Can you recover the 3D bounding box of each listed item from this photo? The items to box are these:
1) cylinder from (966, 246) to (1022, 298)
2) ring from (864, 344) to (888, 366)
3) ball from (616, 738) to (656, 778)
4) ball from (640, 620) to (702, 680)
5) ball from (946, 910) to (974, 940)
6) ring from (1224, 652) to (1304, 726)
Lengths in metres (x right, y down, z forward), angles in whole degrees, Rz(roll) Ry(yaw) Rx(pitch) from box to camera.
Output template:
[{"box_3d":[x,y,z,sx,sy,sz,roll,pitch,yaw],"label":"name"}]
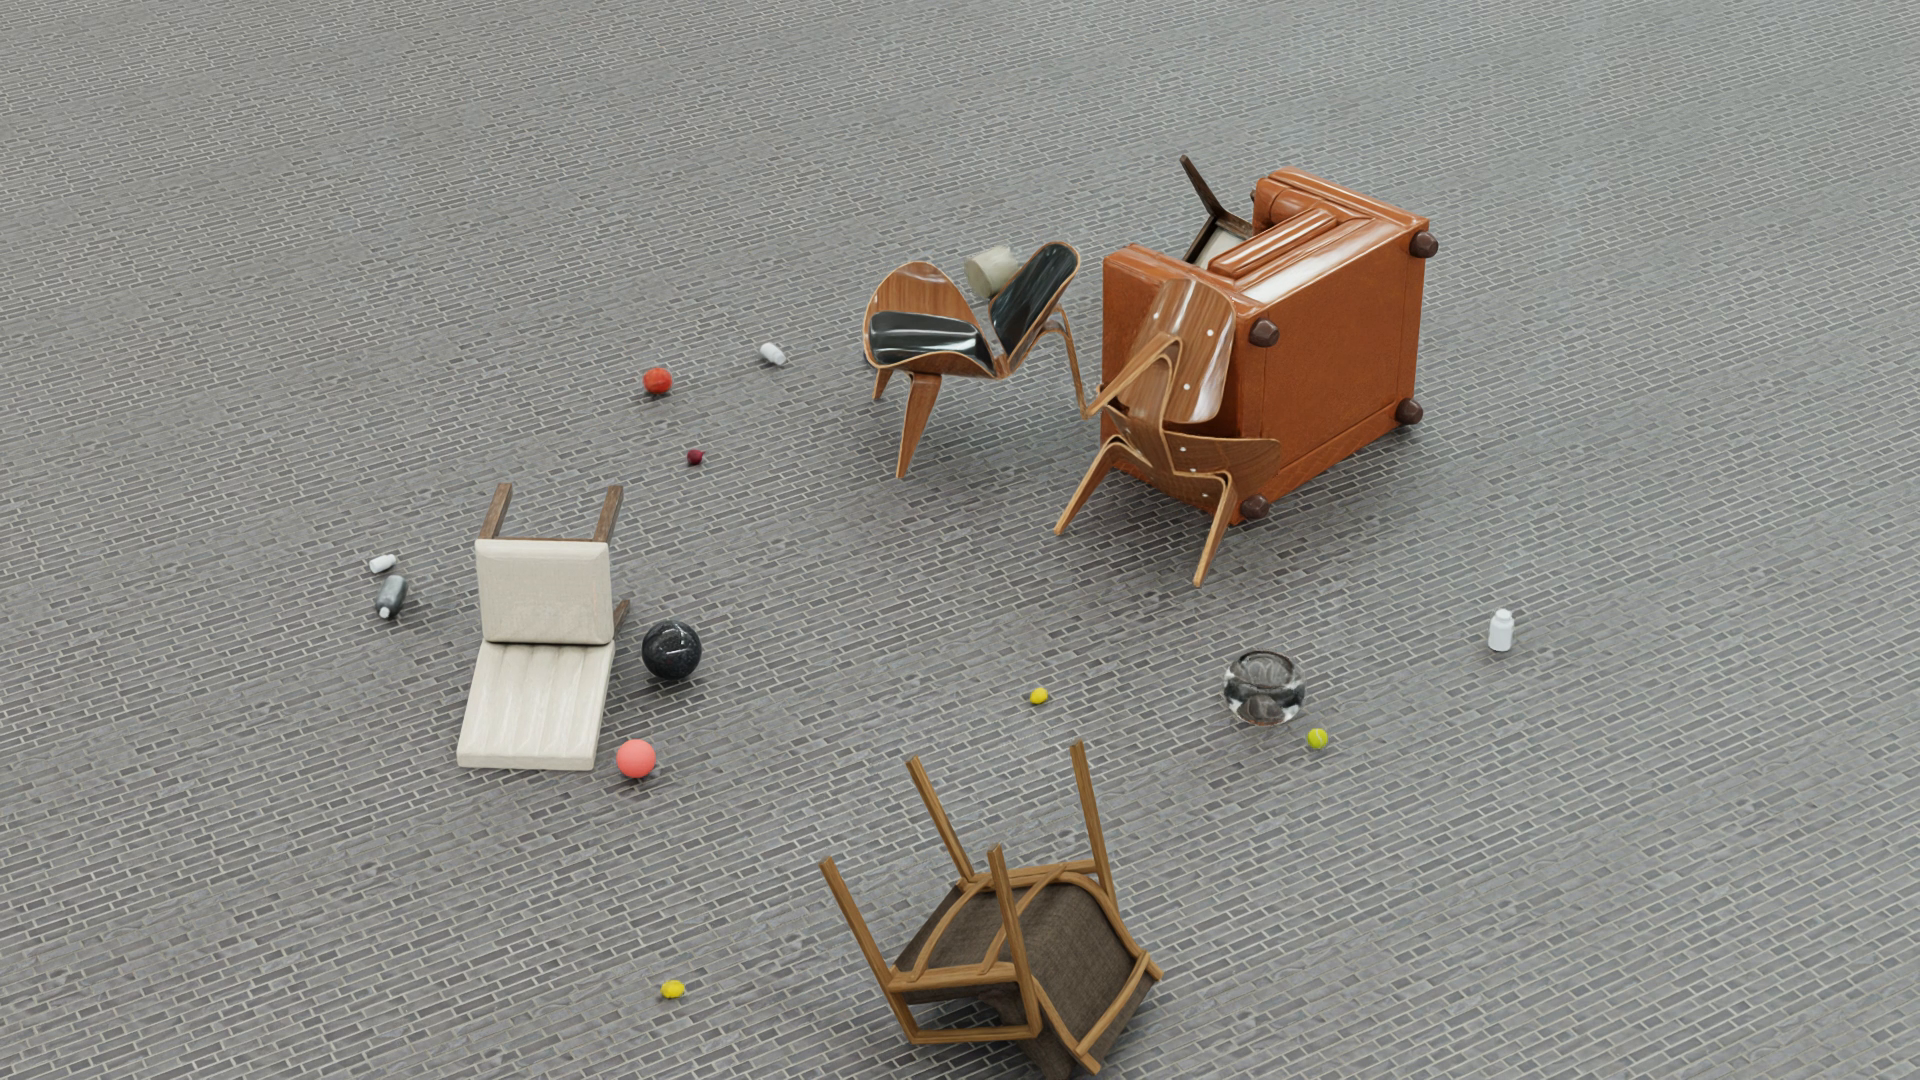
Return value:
[{"box_3d":[0.142,-1.144,12.537,0.180,0.186,0.122,-27,-2,-34],"label":"cylinder"},{"box_3d":[-0.345,-0.764,12.051,0.098,0.059,0.124,-22,38,-27],"label":"ring"},{"box_3d":[-1.074,0.725,9.726,0.130,0.130,0.130,0,33,0],"label":"ball"},{"box_3d":[-1.001,0.382,10.172,0.212,0.212,0.212,0,33,0],"label":"ball"},{"box_3d":[-0.001,1.190,9.056,0.091,0.091,0.091,0,33,0],"label":"ball"},{"box_3d":[1.042,0.507,10.045,0.280,0.145,0.314,3,35,1],"label":"ring"}]
